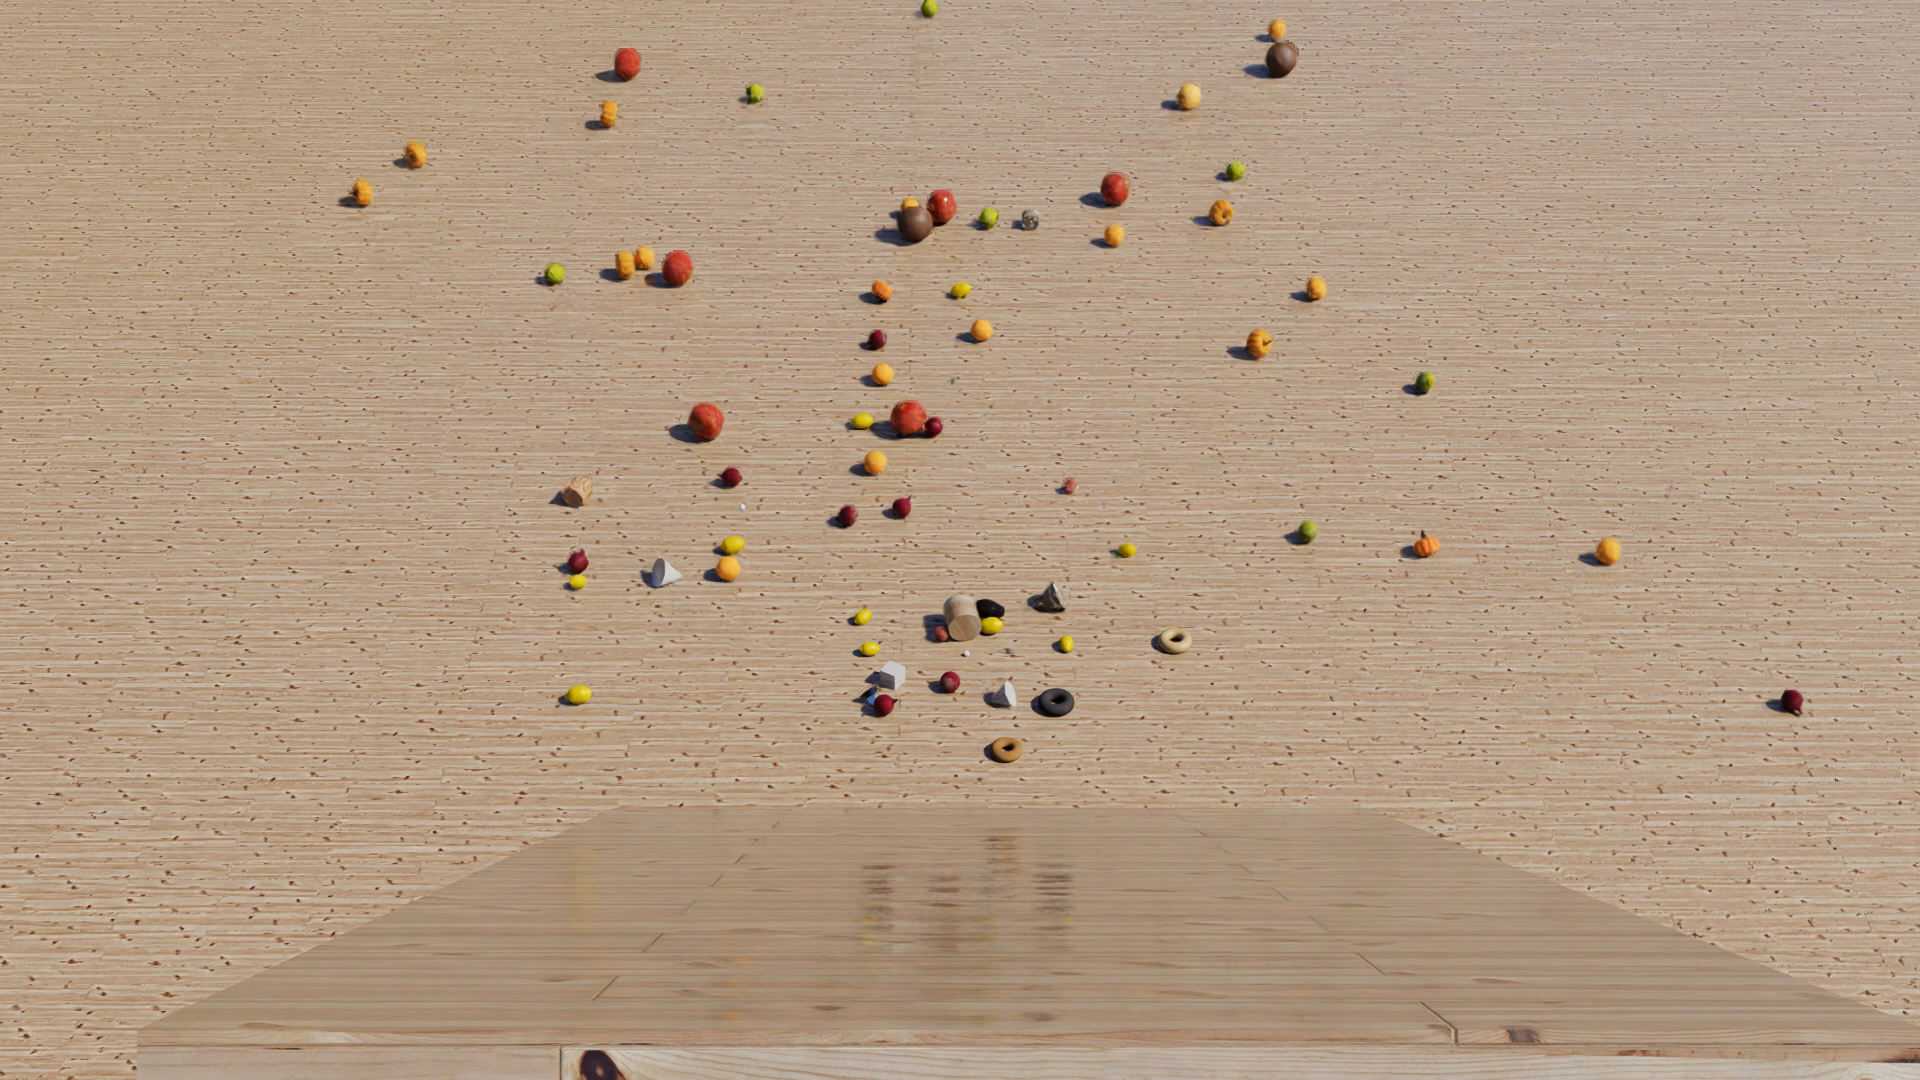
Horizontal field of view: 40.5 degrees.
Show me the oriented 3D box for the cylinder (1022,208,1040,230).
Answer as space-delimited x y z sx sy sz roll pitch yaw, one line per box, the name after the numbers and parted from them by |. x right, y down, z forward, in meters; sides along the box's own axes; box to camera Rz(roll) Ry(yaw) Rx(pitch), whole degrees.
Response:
0.259 -1.176 9.534 0.062 0.062 0.062 3 37 4 | cylinder

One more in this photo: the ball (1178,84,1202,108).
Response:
0.908 -1.756 10.289 0.096 0.096 0.096 0 37 0 | ball

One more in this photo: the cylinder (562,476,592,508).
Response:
-1.197 -0.149 8.138 0.071 0.071 0.071 11 38 15 | cylinder

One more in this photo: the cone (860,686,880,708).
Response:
-0.242 0.455 7.361 0.058 0.058 0.058 -25 70 -30 | cone

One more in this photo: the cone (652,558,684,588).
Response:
-0.868 0.105 7.822 0.089 0.089 0.089 10 28 -33 | cone

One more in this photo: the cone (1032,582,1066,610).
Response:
0.256 0.182 7.716 0.091 0.091 0.091 -24 35 12 | cone

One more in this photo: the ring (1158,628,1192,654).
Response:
0.627 0.293 7.574 0.099 0.033 0.099 -1 38 1 | ring

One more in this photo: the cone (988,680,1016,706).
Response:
0.110 0.445 7.367 0.075 0.075 0.075 -18 31 21 | cone

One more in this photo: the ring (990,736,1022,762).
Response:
0.128 0.579 7.190 0.089 0.030 0.089 1 37 0 | ring

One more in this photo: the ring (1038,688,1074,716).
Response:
0.272 0.458 7.349 0.104 0.035 0.104 0 38 0 | ring

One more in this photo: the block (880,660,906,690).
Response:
-0.192 0.387 7.431 0.052 0.052 0.052 21 42 26 | block

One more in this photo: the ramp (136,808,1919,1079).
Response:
0.080 0.680 4.903 2.000 0.100 4.000 0 -2 0 | ramp
